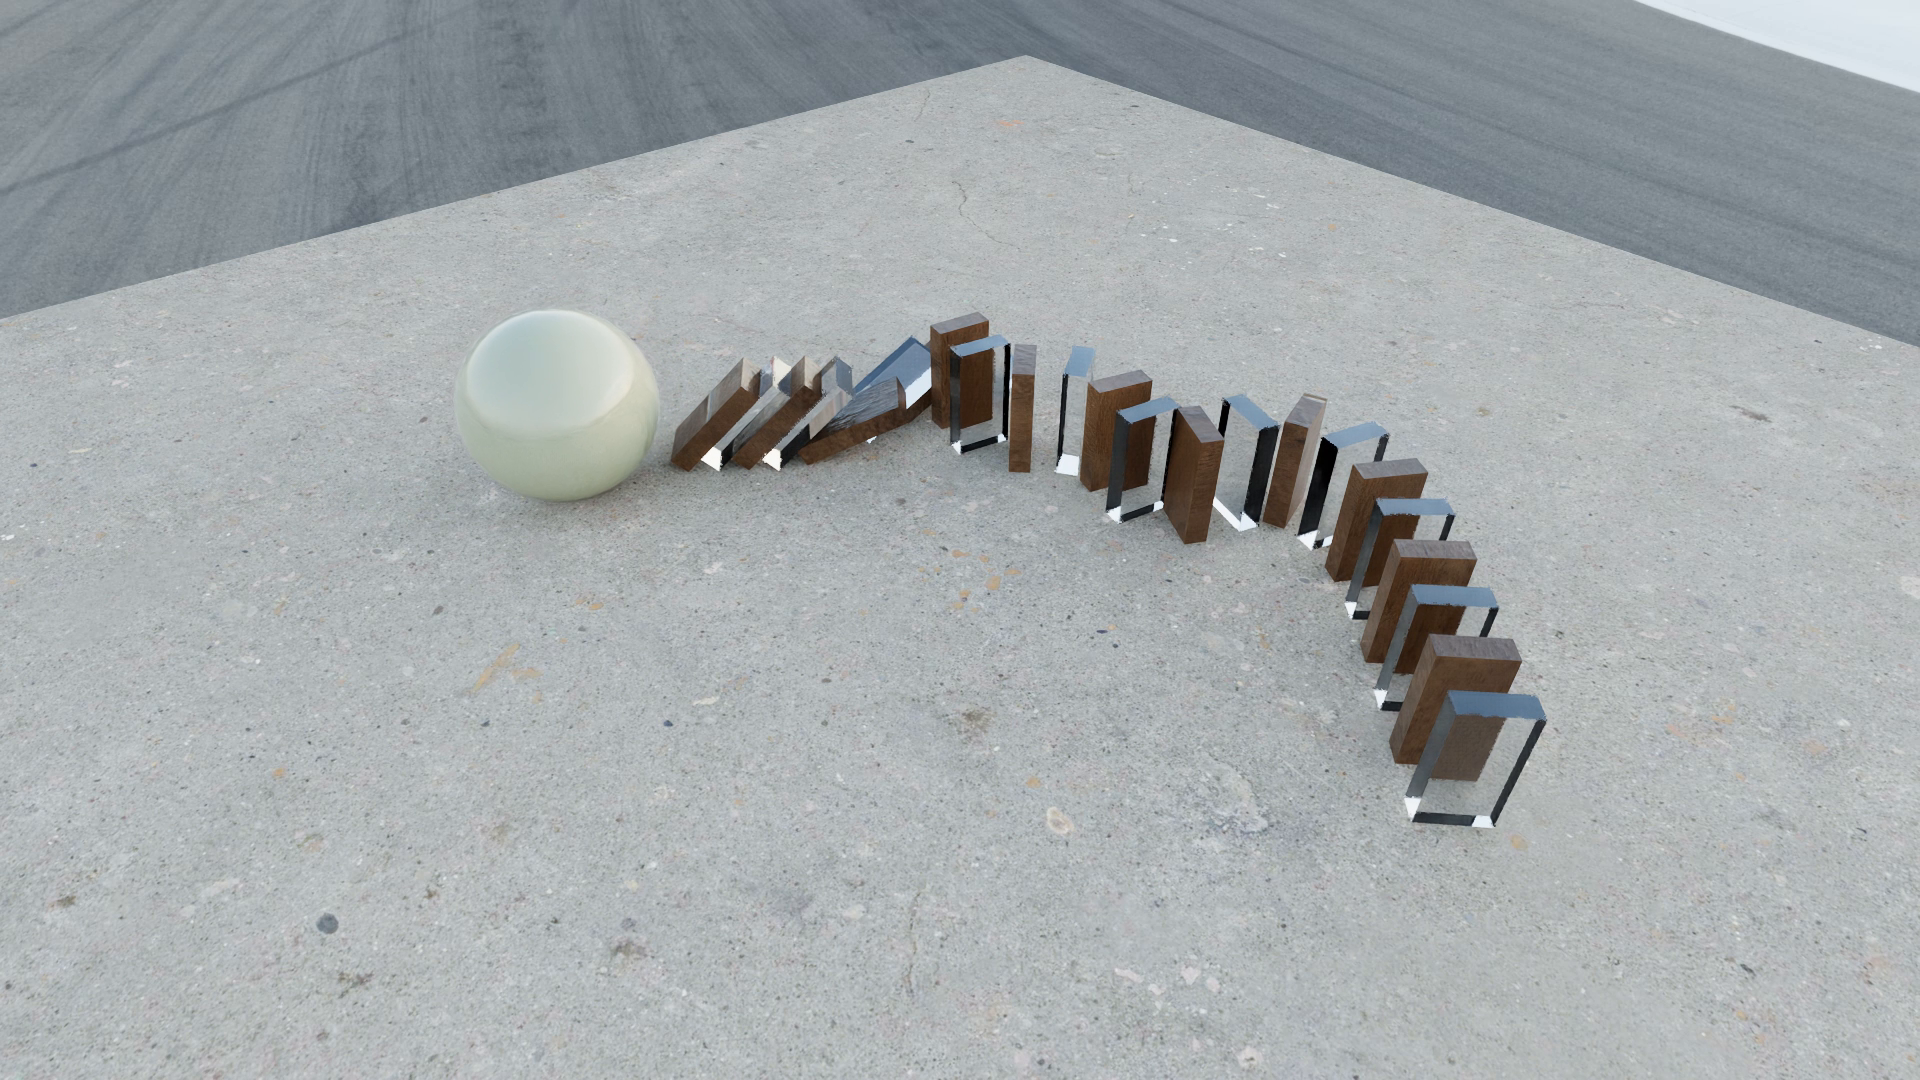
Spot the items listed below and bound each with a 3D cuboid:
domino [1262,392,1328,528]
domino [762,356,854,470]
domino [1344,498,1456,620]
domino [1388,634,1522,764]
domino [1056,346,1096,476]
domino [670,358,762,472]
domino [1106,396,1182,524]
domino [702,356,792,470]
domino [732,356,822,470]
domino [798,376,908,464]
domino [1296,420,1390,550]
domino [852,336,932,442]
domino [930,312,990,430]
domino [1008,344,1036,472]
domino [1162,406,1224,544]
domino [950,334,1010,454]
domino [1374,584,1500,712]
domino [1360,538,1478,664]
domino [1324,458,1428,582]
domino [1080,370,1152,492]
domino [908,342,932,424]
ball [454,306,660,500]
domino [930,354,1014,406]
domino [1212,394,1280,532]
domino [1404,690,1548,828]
[{"bbox_3d":[0.137,-0.032,0.451,0.010,0.050,0.025,21,44,24],"label":"domino"},{"bbox_3d":[-0.068,-0.056,0.486,0.010,0.050,0.025,35,27,-30],"label":"domino"},{"bbox_3d":[0.160,0.008,0.402,0.025,0.050,0.010,0,39,0],"label":"domino"},{"bbox_3d":[0.156,0.052,0.348,0.025,0.050,0.009,3,39,4],"label":"domino"},{"bbox_3d":[0.051,-0.056,0.480,0.009,0.050,0.025,10,40,12],"label":"domino"},{"bbox_3d":[-0.108,-0.055,0.485,0.010,0.050,0.025,35,27,-30],"label":"domino"},{"bbox_3d":[0.075,-0.032,0.451,0.025,0.050,0.010,-19,43,-22],"label":"domino"},{"bbox_3d":[-0.094,-0.056,0.486,0.010,0.050,0.025,35,27,-30],"label":"domino"},{"bbox_3d":[-0.081,-0.056,0.486,0.009,0.050,0.025,35,27,-30],"label":"domino"},{"bbox_3d":[-0.048,-0.054,0.493,0.050,0.010,0.025,-21,39,12],"label":"domino"},{"bbox_3d":[0.152,-0.021,0.437,0.025,0.050,0.010,-16,42,-19],"label":"domino"},{"bbox_3d":[-0.032,-0.070,0.512,0.050,0.010,0.025,-43,50,-5],"label":"domino"},{"bbox_3d":[0.000,-0.078,0.506,0.025,0.050,0.010,-21,44,-23],"label":"domino"},{"bbox_3d":[0.027,-0.057,0.481,0.010,0.050,0.025,3,39,4],"label":"domino"},{"bbox_3d":[0.093,-0.026,0.443,0.009,0.050,0.025,-8,40,-10],"label":"domino"},{"bbox_3d":[0.009,-0.065,0.490,0.025,0.050,0.010,-19,43,-22],"label":"domino"},{"bbox_3d":[0.158,0.037,0.366,0.025,0.050,0.009,3,39,3],"label":"domino"},{"bbox_3d":[0.159,0.022,0.384,0.025,0.050,0.010,2,39,2],"label":"domino"},{"bbox_3d":[0.158,-0.007,0.420,0.025,0.050,0.010,-6,40,-7],"label":"domino"},{"bbox_3d":[0.066,-0.046,0.468,0.025,0.050,0.009,-16,42,-18],"label":"domino"},{"bbox_3d":[-0.014,-0.080,0.523,0.050,0.009,0.025,-42,47,-7],"label":"domino"},{"bbox_3d":[-0.166,-0.056,0.456,0.080,0.080,0.080,0,39,0],"label":"ball"},{"bbox_3d":[0.007,-0.077,0.538,0.050,0.010,0.025,-18,42,-20],"label":"domino"},{"bbox_3d":[0.115,-0.031,0.450,0.009,0.050,0.025,-15,42,-17],"label":"domino"},{"bbox_3d":[0.154,0.066,0.330,0.025,0.050,0.009,3,39,4],"label":"domino"}]
